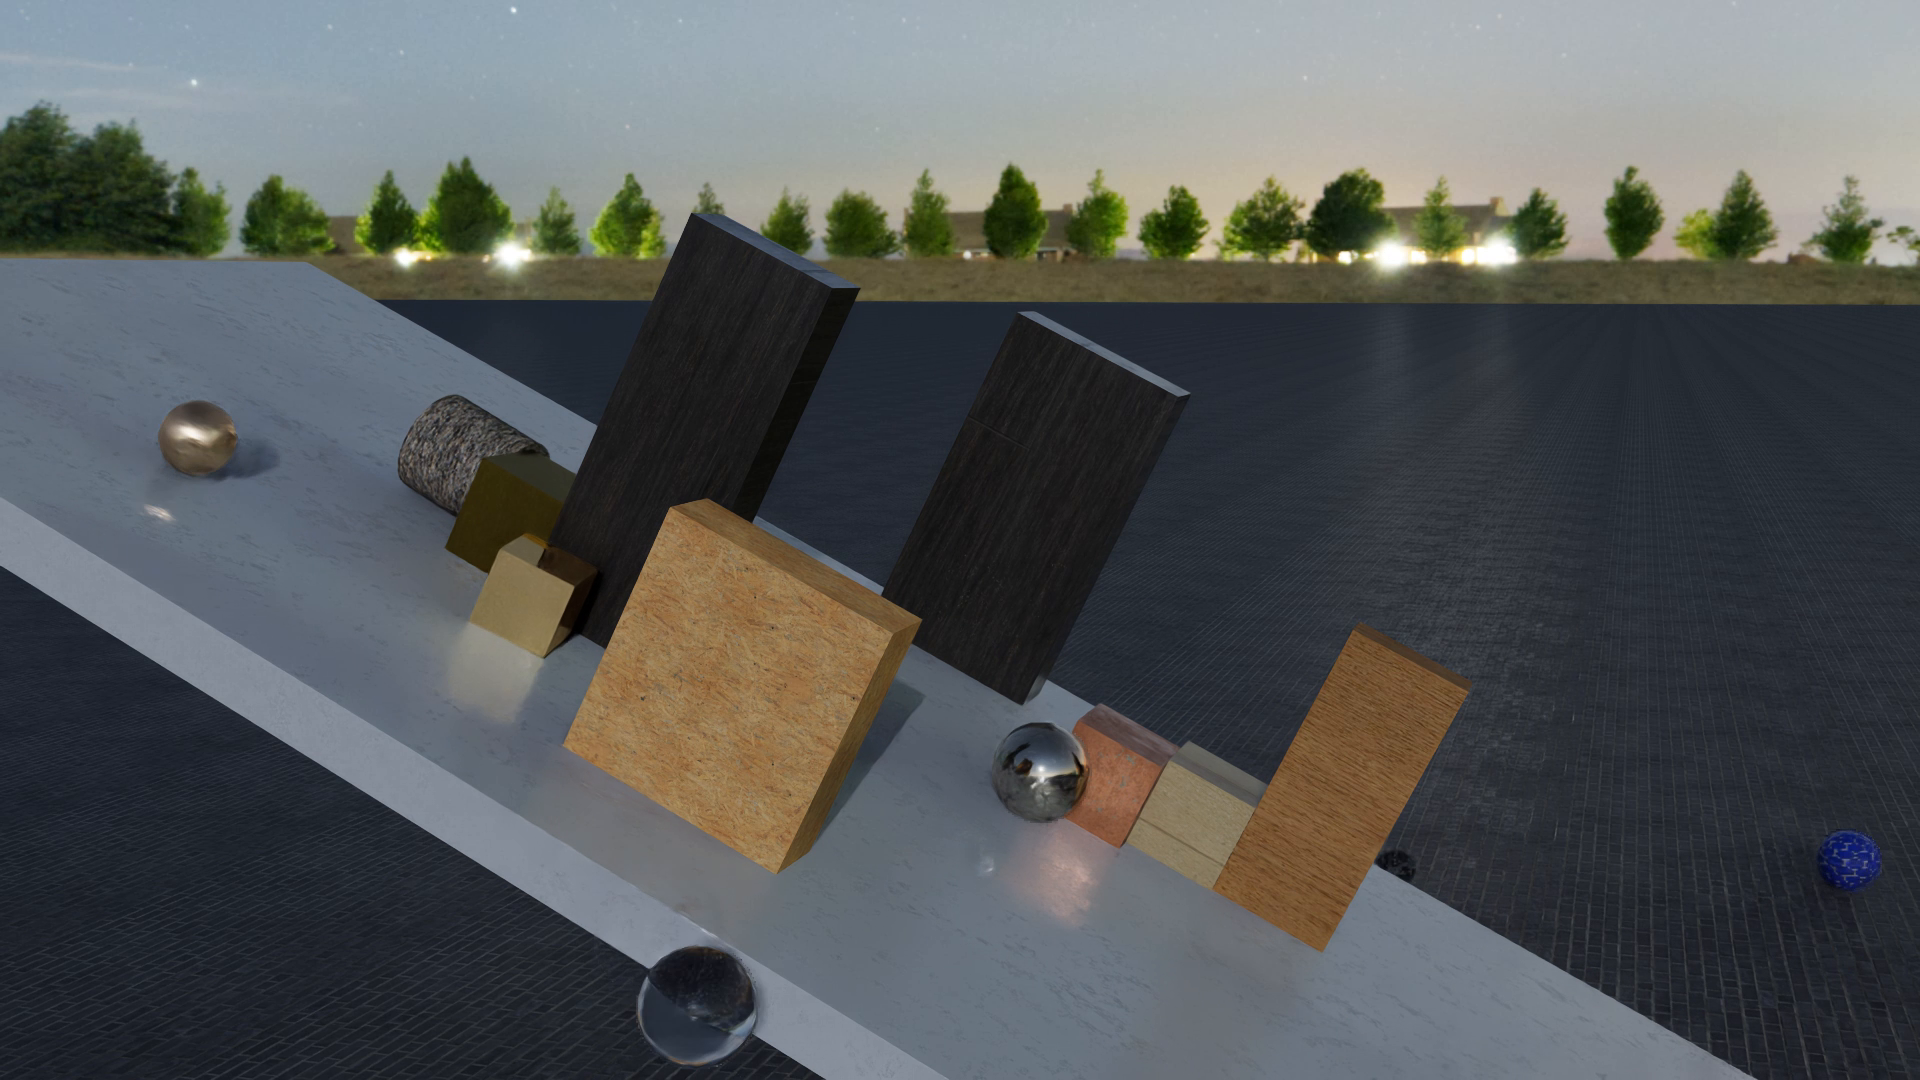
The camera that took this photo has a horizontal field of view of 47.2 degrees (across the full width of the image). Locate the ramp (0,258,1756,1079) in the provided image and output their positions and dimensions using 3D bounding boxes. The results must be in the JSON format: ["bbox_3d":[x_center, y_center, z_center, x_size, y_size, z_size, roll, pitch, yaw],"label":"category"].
[{"bbox_3d":[-0.243,0.408,4.159,4.000,0.100,2.000,29,14,12],"label":"ramp"}]

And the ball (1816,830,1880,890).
[{"bbox_3d":[2.673,0.965,6.621,0.179,0.179,0.179,0,7,0],"label":"ball"}]

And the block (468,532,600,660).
[{"bbox_3d":[-0.749,0.097,3.874,0.146,0.146,0.146,26,14,2],"label":"block"}]

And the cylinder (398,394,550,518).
[{"bbox_3d":[-0.946,-0.145,4.287,0.206,0.206,0.206,30,17,17],"label":"cylinder"}]

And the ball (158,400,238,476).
[{"bbox_3d":[-1.339,-0.179,3.863,0.131,0.131,0.131,0,7,0],"label":"ball"}]

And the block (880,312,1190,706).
[{"bbox_3d":[0.149,-0.070,4.813,0.394,0.759,0.140,29,14,12],"label":"block"}]

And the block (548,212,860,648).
[{"bbox_3d":[-0.491,-0.170,3.981,0.294,0.782,0.144,29,14,12],"label":"block"}]

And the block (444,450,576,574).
[{"bbox_3d":[-0.810,-0.034,4.148,0.192,0.192,0.192,29,14,12],"label":"block"}]

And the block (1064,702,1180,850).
[{"bbox_3d":[0.294,0.461,4.326,0.185,0.185,0.185,29,14,12],"label":"block"}]

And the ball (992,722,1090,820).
[{"bbox_3d":[0.152,0.437,4.159,0.186,0.186,0.186,0,7,0],"label":"ball"}]

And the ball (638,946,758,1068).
[{"bbox_3d":[-0.358,0.635,2.996,0.162,0.162,0.162,0,7,0],"label":"ball"}]

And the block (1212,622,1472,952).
[{"bbox_3d":[0.732,0.474,4.223,0.240,0.584,0.105,29,14,12],"label":"block"}]

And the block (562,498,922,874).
[{"bbox_3d":[-0.348,0.228,3.499,0.409,0.437,0.144,29,14,12],"label":"block"}]

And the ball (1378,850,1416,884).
[{"bbox_3d":[1.320,0.994,6.649,0.115,0.115,0.115,0,7,0],"label":"ball"}]

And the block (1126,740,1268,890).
[{"bbox_3d":[0.473,0.541,4.343,0.189,0.189,0.189,29,14,12],"label":"block"}]
